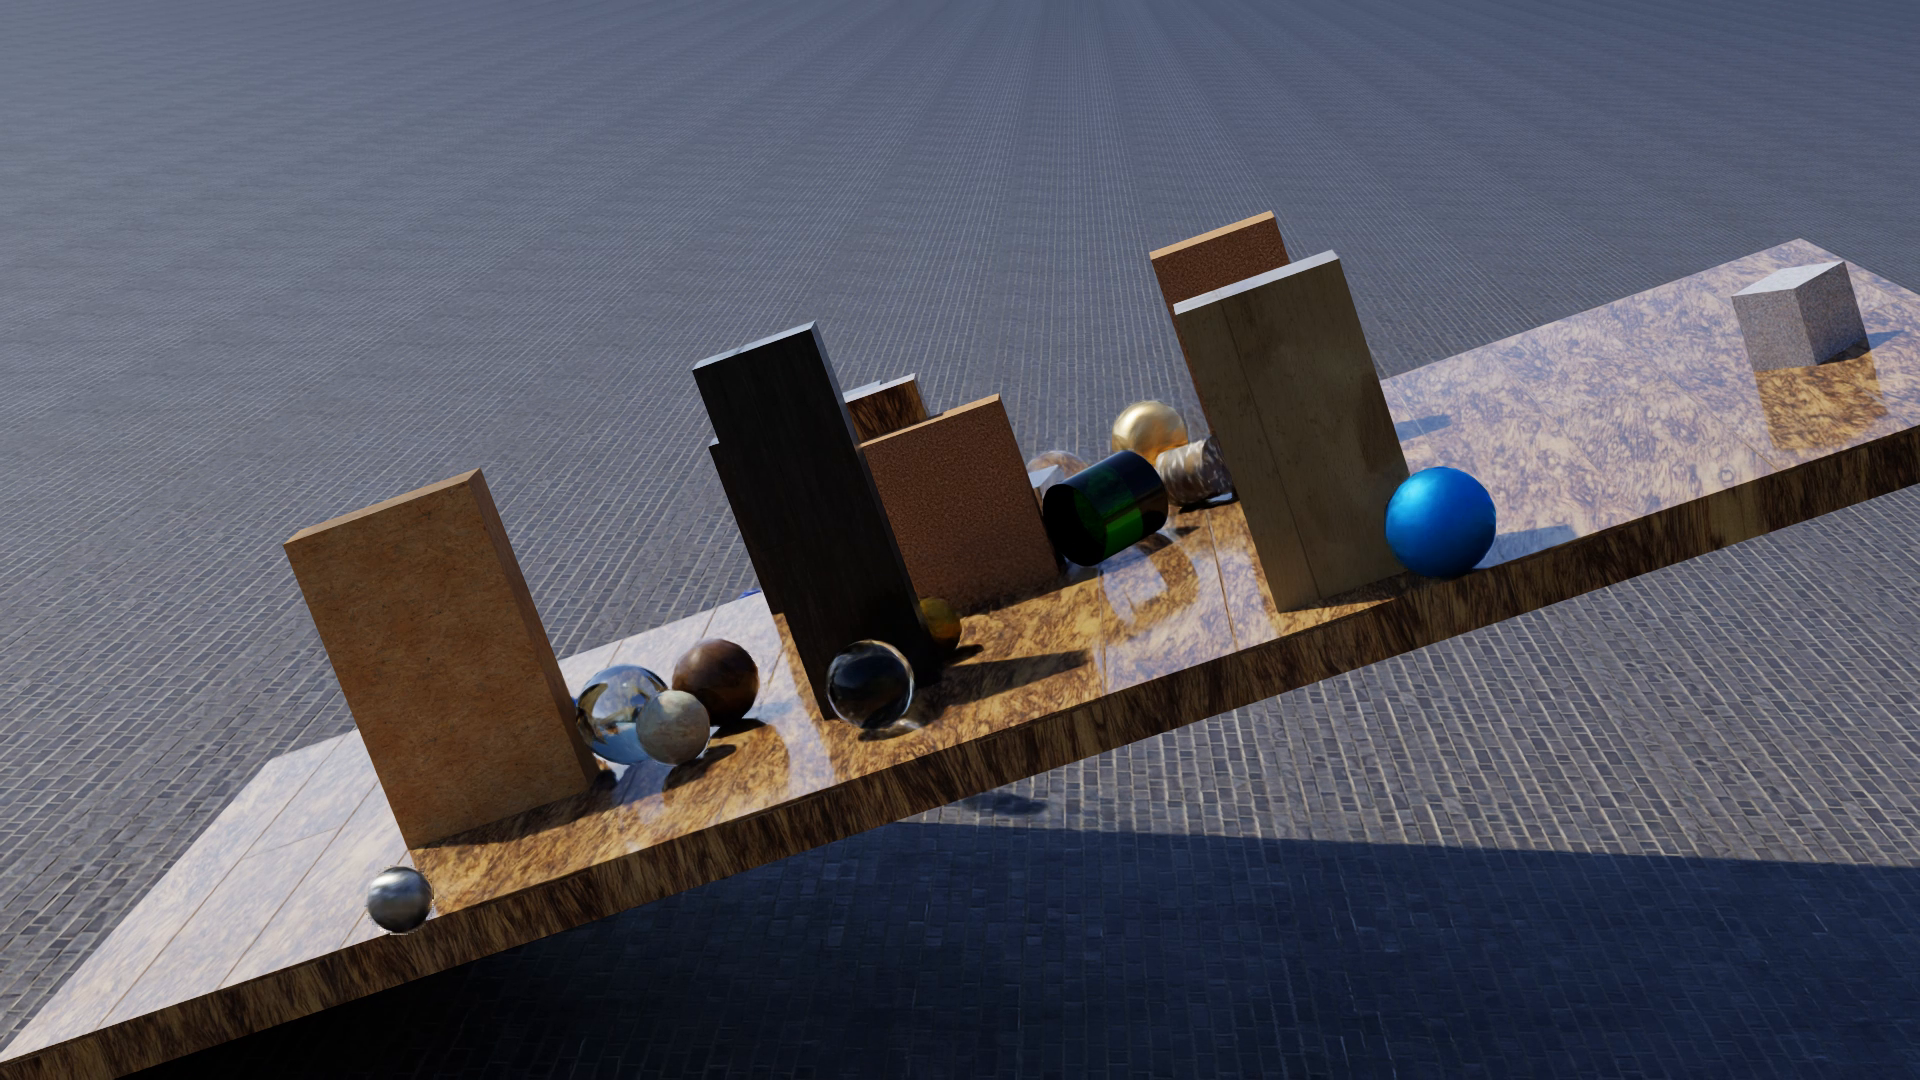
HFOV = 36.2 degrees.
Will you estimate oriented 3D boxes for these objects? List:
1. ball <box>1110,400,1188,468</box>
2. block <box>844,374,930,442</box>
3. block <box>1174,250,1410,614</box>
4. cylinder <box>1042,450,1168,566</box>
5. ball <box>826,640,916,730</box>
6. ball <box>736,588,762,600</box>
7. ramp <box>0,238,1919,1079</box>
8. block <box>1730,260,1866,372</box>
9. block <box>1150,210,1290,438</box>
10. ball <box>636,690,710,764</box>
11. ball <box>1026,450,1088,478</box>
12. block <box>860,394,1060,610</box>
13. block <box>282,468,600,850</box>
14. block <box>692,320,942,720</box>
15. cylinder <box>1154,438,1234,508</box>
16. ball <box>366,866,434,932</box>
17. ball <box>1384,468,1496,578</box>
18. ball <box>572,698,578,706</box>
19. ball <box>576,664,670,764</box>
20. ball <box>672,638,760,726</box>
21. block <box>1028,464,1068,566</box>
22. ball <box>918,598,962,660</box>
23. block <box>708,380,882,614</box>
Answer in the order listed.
[{"bbox_3d":[0.450,-0.240,6.983,0.182,0.182,0.182,0,13,0],"label":"ball"},{"bbox_3d":[-0.144,-0.082,6.441,0.274,0.498,0.087,-19,11,6],"label":"block"},{"bbox_3d":[0.635,-0.199,5.409,0.308,0.587,0.136,-19,11,6],"label":"block"},{"bbox_3d":[0.315,-0.068,6.367,0.193,0.193,0.193,-28,27,-34],"label":"cylinder"},{"bbox_3d":[-0.171,0.276,5.620,0.171,0.171,0.171,0,13,0],"label":"ball"},{"bbox_3d":[-0.642,0.213,9.176,0.123,0.123,0.123,0,13,0],"label":"ball"},{"bbox_3d":[0.112,0.178,6.301,4.000,0.100,2.000,-19,11,6],"label":"ramp"},{"bbox_3d":[1.679,-0.447,5.887,0.162,0.162,0.162,-27,13,-31],"label":"block"},{"bbox_3d":[0.653,-0.435,6.640,0.289,0.538,0.132,-19,11,6],"label":"block"},{"bbox_3d":[-0.574,0.376,5.900,0.149,0.149,0.149,0,13,0],"label":"ball"},{"bbox_3d":[0.224,-0.111,6.749,0.187,0.187,0.187,0,13,0],"label":"ball"},{"bbox_3d":[-0.002,-0.068,6.364,0.324,0.407,0.089,-19,11,6],"label":"block"},{"bbox_3d":[-1.051,0.243,5.993,0.400,0.678,0.134,-19,11,6],"label":"block"},{"bbox_3d":[-0.277,-0.036,5.805,0.246,0.746,0.111,-19,11,6],"label":"block"},{"bbox_3d":[0.524,-0.150,6.535,0.130,0.130,0.130,-17,-1,39],"label":"cylinder"},{"bbox_3d":[-1.031,0.661,5.410,0.121,0.121,0.121,0,13,0],"label":"ball"},{"bbox_3d":[0.856,-0.031,5.236,0.197,0.197,0.197,0,13,0],"label":"ball"},{"bbox_3d":[-0.853,0.402,6.284,0.140,0.140,0.140,0,13,0],"label":"ball"},{"bbox_3d":[-0.686,0.357,6.038,0.206,0.206,0.206,0,13,0],"label":"ball"},{"bbox_3d":[-0.505,0.295,6.087,0.181,0.181,0.181,0,13,0],"label":"ball"},{"bbox_3d":[0.146,-0.036,6.535,0.182,0.182,0.182,-16,12,21],"label":"block"},{"bbox_3d":[-0.062,0.182,5.986,0.131,0.131,0.131,0,13,0],"label":"ball"},{"bbox_3d":[-0.318,-0.101,7.006,0.427,0.433,0.115,-19,11,6],"label":"block"}]
